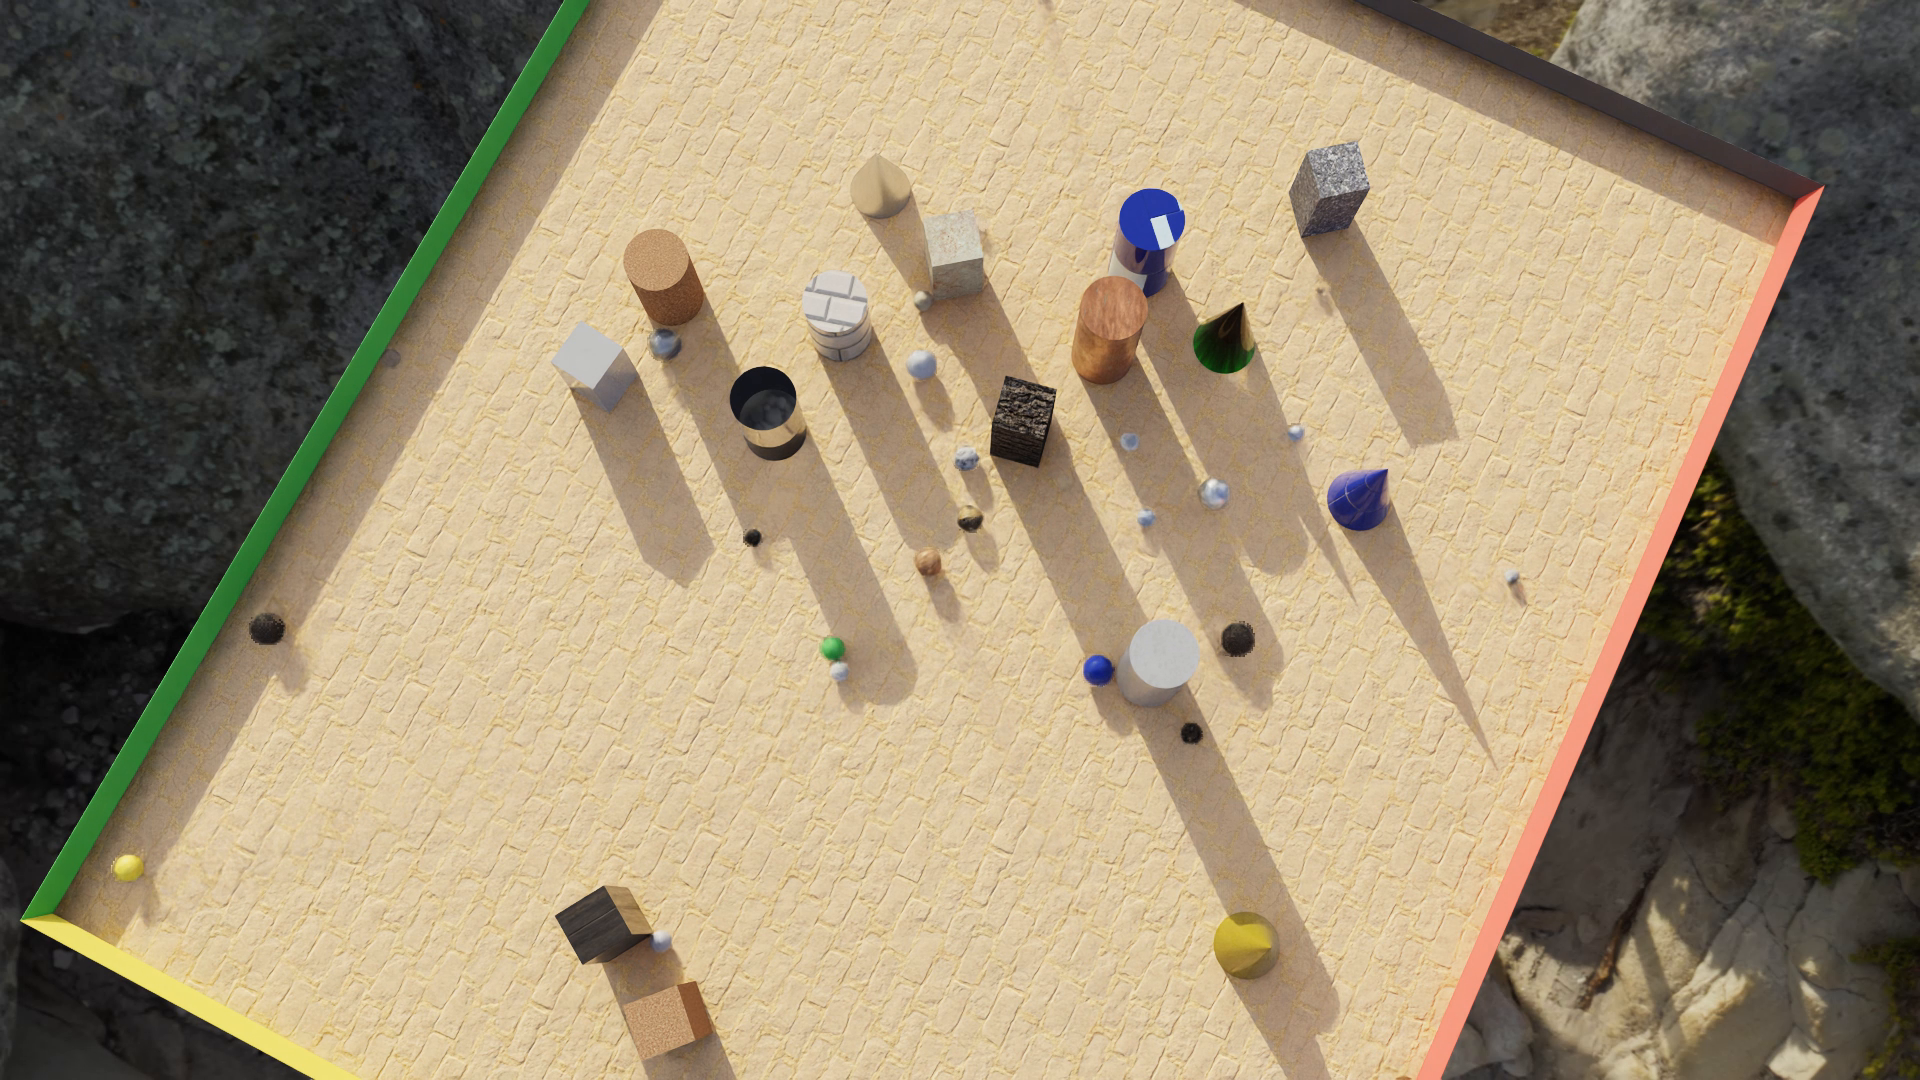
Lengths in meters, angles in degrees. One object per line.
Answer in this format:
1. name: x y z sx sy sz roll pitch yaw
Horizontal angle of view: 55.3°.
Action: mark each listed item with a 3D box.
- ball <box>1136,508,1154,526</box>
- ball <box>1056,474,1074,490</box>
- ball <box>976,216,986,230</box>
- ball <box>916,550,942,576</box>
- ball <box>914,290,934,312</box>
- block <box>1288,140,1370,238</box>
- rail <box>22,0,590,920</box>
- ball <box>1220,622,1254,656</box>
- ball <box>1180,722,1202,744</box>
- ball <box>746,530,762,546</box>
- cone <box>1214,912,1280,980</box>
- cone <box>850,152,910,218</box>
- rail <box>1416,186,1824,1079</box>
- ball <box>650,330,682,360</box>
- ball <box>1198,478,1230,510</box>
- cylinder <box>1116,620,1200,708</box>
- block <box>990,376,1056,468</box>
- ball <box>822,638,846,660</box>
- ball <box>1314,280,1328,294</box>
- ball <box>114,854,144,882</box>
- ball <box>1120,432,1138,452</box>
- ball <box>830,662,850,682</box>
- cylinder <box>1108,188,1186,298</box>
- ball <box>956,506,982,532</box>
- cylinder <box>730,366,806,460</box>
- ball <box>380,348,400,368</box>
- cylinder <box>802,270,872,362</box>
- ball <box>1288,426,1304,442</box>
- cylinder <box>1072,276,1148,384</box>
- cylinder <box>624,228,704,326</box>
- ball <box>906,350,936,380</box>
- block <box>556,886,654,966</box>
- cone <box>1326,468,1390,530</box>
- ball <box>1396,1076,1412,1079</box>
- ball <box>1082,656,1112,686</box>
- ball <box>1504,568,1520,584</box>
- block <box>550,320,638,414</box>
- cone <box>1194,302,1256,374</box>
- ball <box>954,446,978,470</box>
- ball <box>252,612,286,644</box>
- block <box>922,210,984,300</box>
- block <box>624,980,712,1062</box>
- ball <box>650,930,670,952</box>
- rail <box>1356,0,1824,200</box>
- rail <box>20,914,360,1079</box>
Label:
1. ball: 0.568 -0.069 5.603 0.055 0.055 0.055 0 78 0
2. ball: 0.322 -0.178 5.627 0.052 0.052 0.052 0 78 0
3. ball: 0.060 -1.003 5.801 0.046 0.046 0.046 0 78 0
4. ball: -0.094 0.070 5.561 0.081 0.081 0.081 0 78 0
5. ball: -0.114 -0.749 5.739 0.064 0.064 0.064 0 78 0
6. block: 1.140 -1.082 5.674 0.156 0.327 0.156 -12 79 -2
7. rail: -1.689 -0.820 5.721 0.045 0.127 4.422 26 80 5
8. ball: 0.832 0.298 5.505 0.097 0.097 0.097 0 78 0
9. ball: 0.691 0.577 5.465 0.064 0.064 0.064 0 78 0
10. ball: -0.630 -0.007 5.592 0.051 0.051 0.051 0 78 0
11. cone: 0.840 1.145 5.160 0.195 0.429 0.195 0 78 0
12. cone: -0.254 -1.146 5.703 0.195 0.295 0.195 0 78 0
13. rail: 1.689 0.834 5.378 0.045 0.127 4.422 26 80 5
14. ball: -0.915 -0.606 5.692 0.097 0.097 0.097 0 78 0
15. ball: 0.775 -0.142 5.597 0.095 0.095 0.095 0 78 0
16. cylinder: 0.568 0.362 5.309 0.195 0.455 0.195 0 78 0
17. block: 0.188 -0.352 5.511 0.156 0.349 0.156 15 79 3
18. ball: -0.380 0.327 5.514 0.069 0.069 0.069 0 78 0
19. ball: 1.137 -0.795 5.759 0.043 0.043 0.043 0 78 0
20. ball: -2.438 0.964 5.377 0.078 0.078 0.078 0 78 0
21. ball: 0.523 -0.302 5.650 0.058 0.058 0.058 0 78 0
22. ball: -0.361 0.395 5.504 0.060 0.060 0.060 0 78 0
23. cylinder: 0.565 -0.899 5.588 0.195 0.420 0.195 0 78 0
24. ball: 0.030 -0.065 5.589 0.080 0.080 0.080 0 78 0
25. cylinder: -0.573 -0.376 5.511 0.195 0.360 0.195 0 78 0
26. ball: -1.773 -0.566 5.703 0.061 0.061 0.061 0 78 0
27. cylinder: -0.373 -0.683 5.608 0.195 0.293 0.195 0 78 0
28. ball: 1.037 -0.329 5.660 0.048 0.048 0.048 0 78 0
29. cylinder: 0.445 -0.625 5.515 0.195 0.452 0.195 0 78 0
30. cylinder: -0.905 -0.801 5.614 0.195 0.330 0.195 0 78 0
31. ball: -0.121 -0.542 5.682 0.092 0.092 0.092 0 78 0
32. block: -1.004 1.092 5.199 0.156 0.375 0.156 -31 80 -6
33. cone: 1.227 -0.164 5.446 0.195 0.399 0.195 0 78 0
34. ball: 1.275 1.569 5.261 0.060 0.060 0.060 0 78 0
35. ball: 0.412 0.390 5.489 0.091 0.091 0.091 0 78 0
36. ball: 1.680 0.109 5.571 0.044 0.044 0.044 0 78 0
37. block: -1.112 -0.526 5.591 0.156 0.263 0.156 33 80 6
38. cone: 0.828 -0.655 5.548 0.195 0.401 0.195 0 78 0
39. ball: 0.020 -0.252 5.631 0.074 0.074 0.074 0 78 0
40. ball: -2.081 0.265 5.513 0.094 0.094 0.094 0 78 0
41. block: -0.021 -0.874 5.639 0.156 0.310 0.156 -11 79 -2
42. block: -0.818 1.348 5.154 0.156 0.359 0.156 -20 79 -4
43. ball: -0.875 1.171 5.342 0.063 0.063 0.063 0 78 0
44. rail: 0.978 -1.909 5.946 3.824 0.127 0.045 26 80 5
45. rail: -0.978 1.923 5.153 3.824 0.127 0.045 26 80 5
